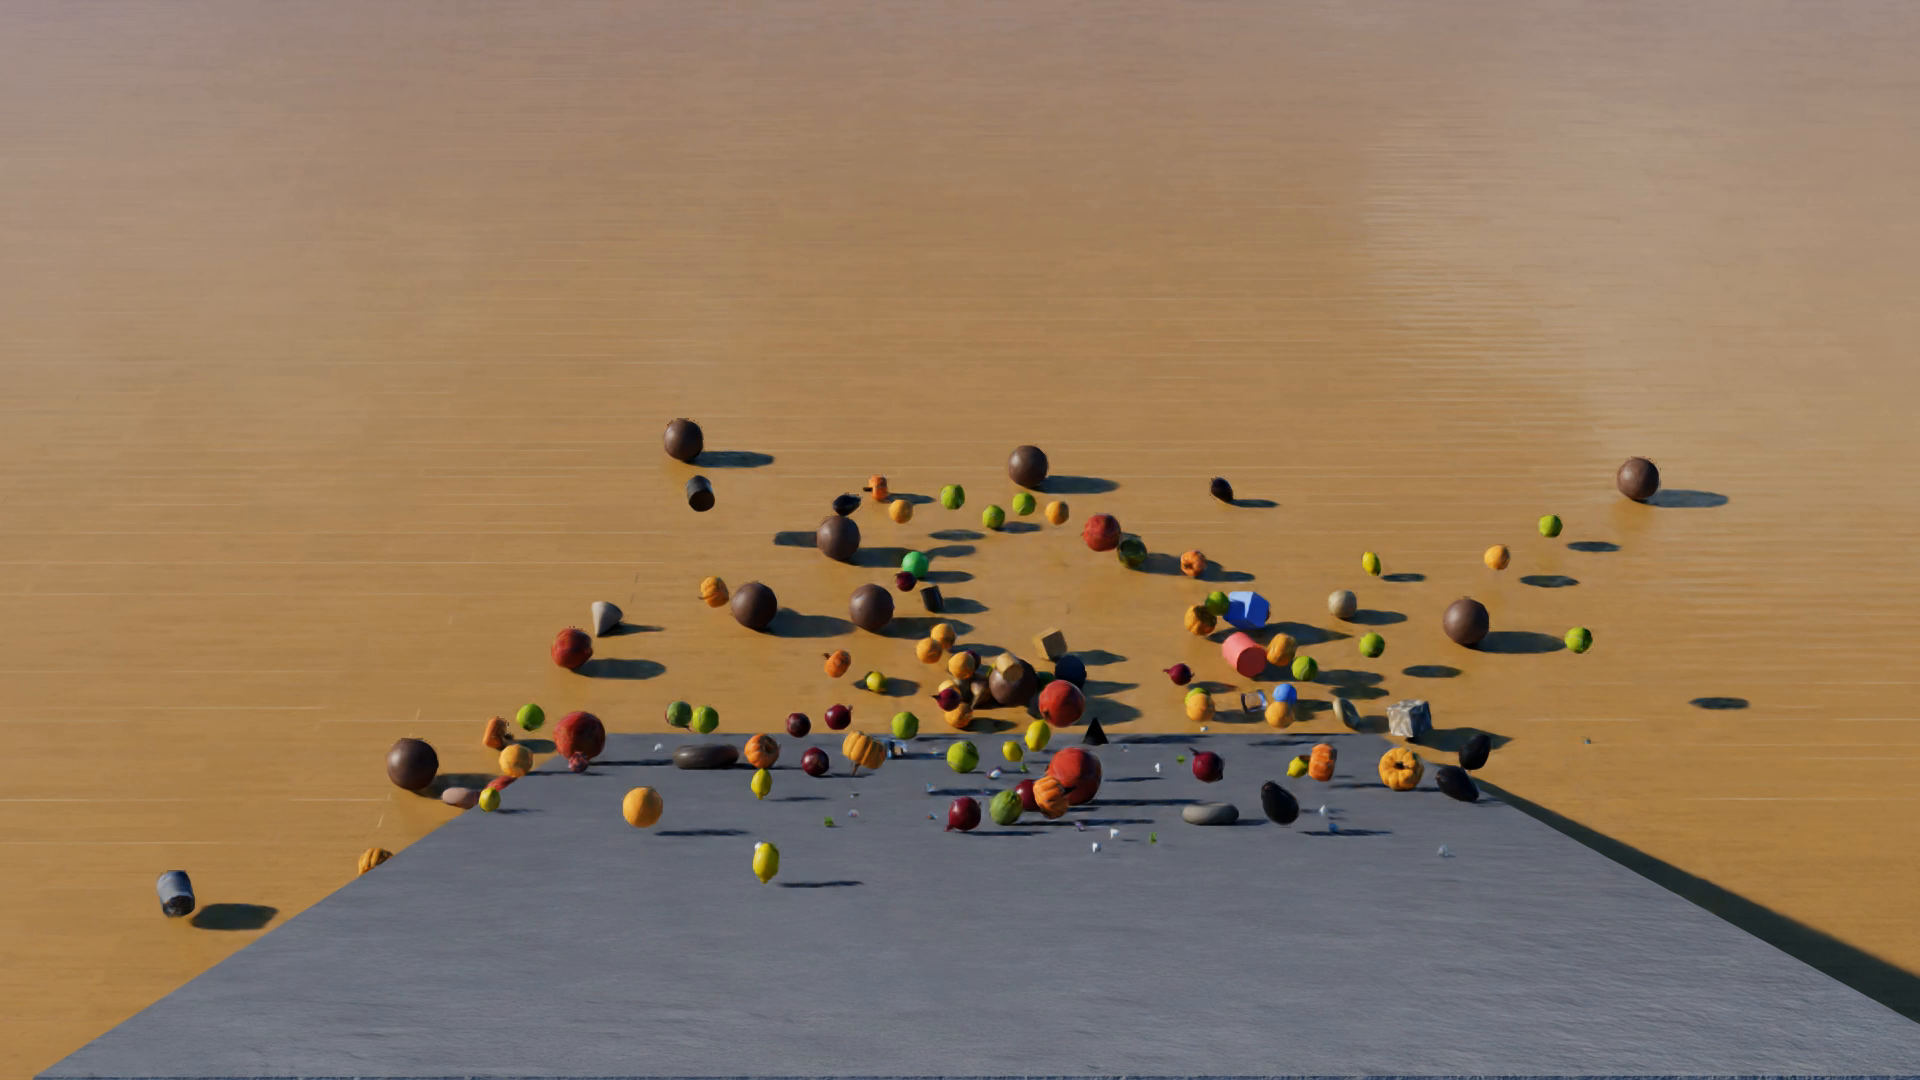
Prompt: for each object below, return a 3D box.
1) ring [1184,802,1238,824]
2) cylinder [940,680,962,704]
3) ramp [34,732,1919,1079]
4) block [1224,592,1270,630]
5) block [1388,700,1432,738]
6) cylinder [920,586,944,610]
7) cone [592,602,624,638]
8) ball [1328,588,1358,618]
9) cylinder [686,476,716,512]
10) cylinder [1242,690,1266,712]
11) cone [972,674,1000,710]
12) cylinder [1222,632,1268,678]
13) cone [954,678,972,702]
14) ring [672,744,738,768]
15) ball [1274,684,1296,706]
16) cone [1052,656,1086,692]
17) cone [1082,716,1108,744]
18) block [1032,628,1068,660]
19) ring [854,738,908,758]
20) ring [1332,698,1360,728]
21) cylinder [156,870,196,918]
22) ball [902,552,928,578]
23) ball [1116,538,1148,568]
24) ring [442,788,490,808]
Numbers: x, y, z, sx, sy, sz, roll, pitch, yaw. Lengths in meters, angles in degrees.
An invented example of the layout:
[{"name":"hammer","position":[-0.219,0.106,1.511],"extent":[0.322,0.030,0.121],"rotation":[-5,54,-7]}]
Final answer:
[{"name":"ring","position":[0.458,0.499,4.713],"extent":[0.101,0.034,0.101],"rotation":[-1,0,0]},{"name":"cylinder","position":[-0.026,0.407,6.889],"extent":[0.052,0.052,0.052],"rotation":[-5,13,-9]},{"name":"ramp","position":[0.063,0.567,4.607],"extent":[2.000,0.100,4.000],"rotation":[0,1,0]},{"name":"block","position":[0.799,0.198,7.206],"extent":[0.082,0.082,0.082],"rotation":[-1,-24,46]},{"name":"block","position":[1.169,0.463,6.717],"extent":[0.076,0.076,0.076],"rotation":[-17,11,-36]},{"name":"cylinder","position":[-0.079,0.165,7.340],"extent":[0.053,0.053,0.053],"rotation":[-15,11,3]},{"name":"cone","position":[-1.003,0.237,7.234],"extent":[0.094,0.094,0.094],"rotation":[7,55,13]},{"name":"ball","position":[1.081,0.180,7.295],"extent":[0.084,0.084,0.084],"rotation":[0,28,0]},{"name":"cylinder","position":[-0.772,-0.137,7.670],"extent":[0.077,0.077,0.077],"rotation":[-7,37,-12]},{"name":"cylinder","position":[0.777,0.427,6.836],"extent":[0.052,0.052,0.052],"rotation":[-14,23,21]},{"name":"cone","position":[0.049,0.420,6.891],"extent":[0.090,0.090,0.090],"rotation":[15,58,26]},{"name":"cylinder","position":[0.775,0.312,7.031],"extent":[0.093,0.093,0.093],"rotation":[-9,25,-16]},{"name":"cone","position":[0.012,0.409,6.925],"extent":[0.060,0.060,0.060],"rotation":[-8,55,-14]},{"name":"ring","position":[-0.565,0.479,5.729],"extent":[0.148,0.049,0.148],"rotation":[-3,-2,0]},{"name":"ball","position":[0.866,0.413,6.881],"extent":[0.062,0.062,0.062],"rotation":[0,28,0]},{"name":"cone","position":[0.274,0.365,6.982],"extent":[0.098,0.098,0.098],"rotation":[-17,1,-29]},{"name":"cone","position":[0.330,0.463,6.309],"extent":[0.067,0.067,0.067],"rotation":[0,1,0]},{"name":"block","position":[0.247,0.284,7.091],"extent":[0.062,0.062,0.062],"rotation":[-26,13,-20]},{"name":"ring","position":[-0.183,0.480,5.975],"extent":[0.126,0.042,0.126],"rotation":[3,-2,0]},{"name":"ring","position":[1.015,0.453,6.793],"extent":[0.030,0.090,0.090],"rotation":[-38,13,28]},{"name":"cylinder","position":[-1.832,0.828,6.036],"extent":[0.077,0.077,0.077],"rotation":[-11,46,-20]},{"name":"ball","position":[-0.130,0.072,7.506],"extent":[0.077,0.077,0.077],"rotation":[0,28,0]},{"name":"ball","position":[0.502,0.037,7.557],"extent":[0.091,0.091,0.091],"rotation":[0,28,0]},{"name":"ring","position":[-1.227,0.642,6.423],"extent":[0.122,0.041,0.122],"rotation":[3,-11,1]}]
